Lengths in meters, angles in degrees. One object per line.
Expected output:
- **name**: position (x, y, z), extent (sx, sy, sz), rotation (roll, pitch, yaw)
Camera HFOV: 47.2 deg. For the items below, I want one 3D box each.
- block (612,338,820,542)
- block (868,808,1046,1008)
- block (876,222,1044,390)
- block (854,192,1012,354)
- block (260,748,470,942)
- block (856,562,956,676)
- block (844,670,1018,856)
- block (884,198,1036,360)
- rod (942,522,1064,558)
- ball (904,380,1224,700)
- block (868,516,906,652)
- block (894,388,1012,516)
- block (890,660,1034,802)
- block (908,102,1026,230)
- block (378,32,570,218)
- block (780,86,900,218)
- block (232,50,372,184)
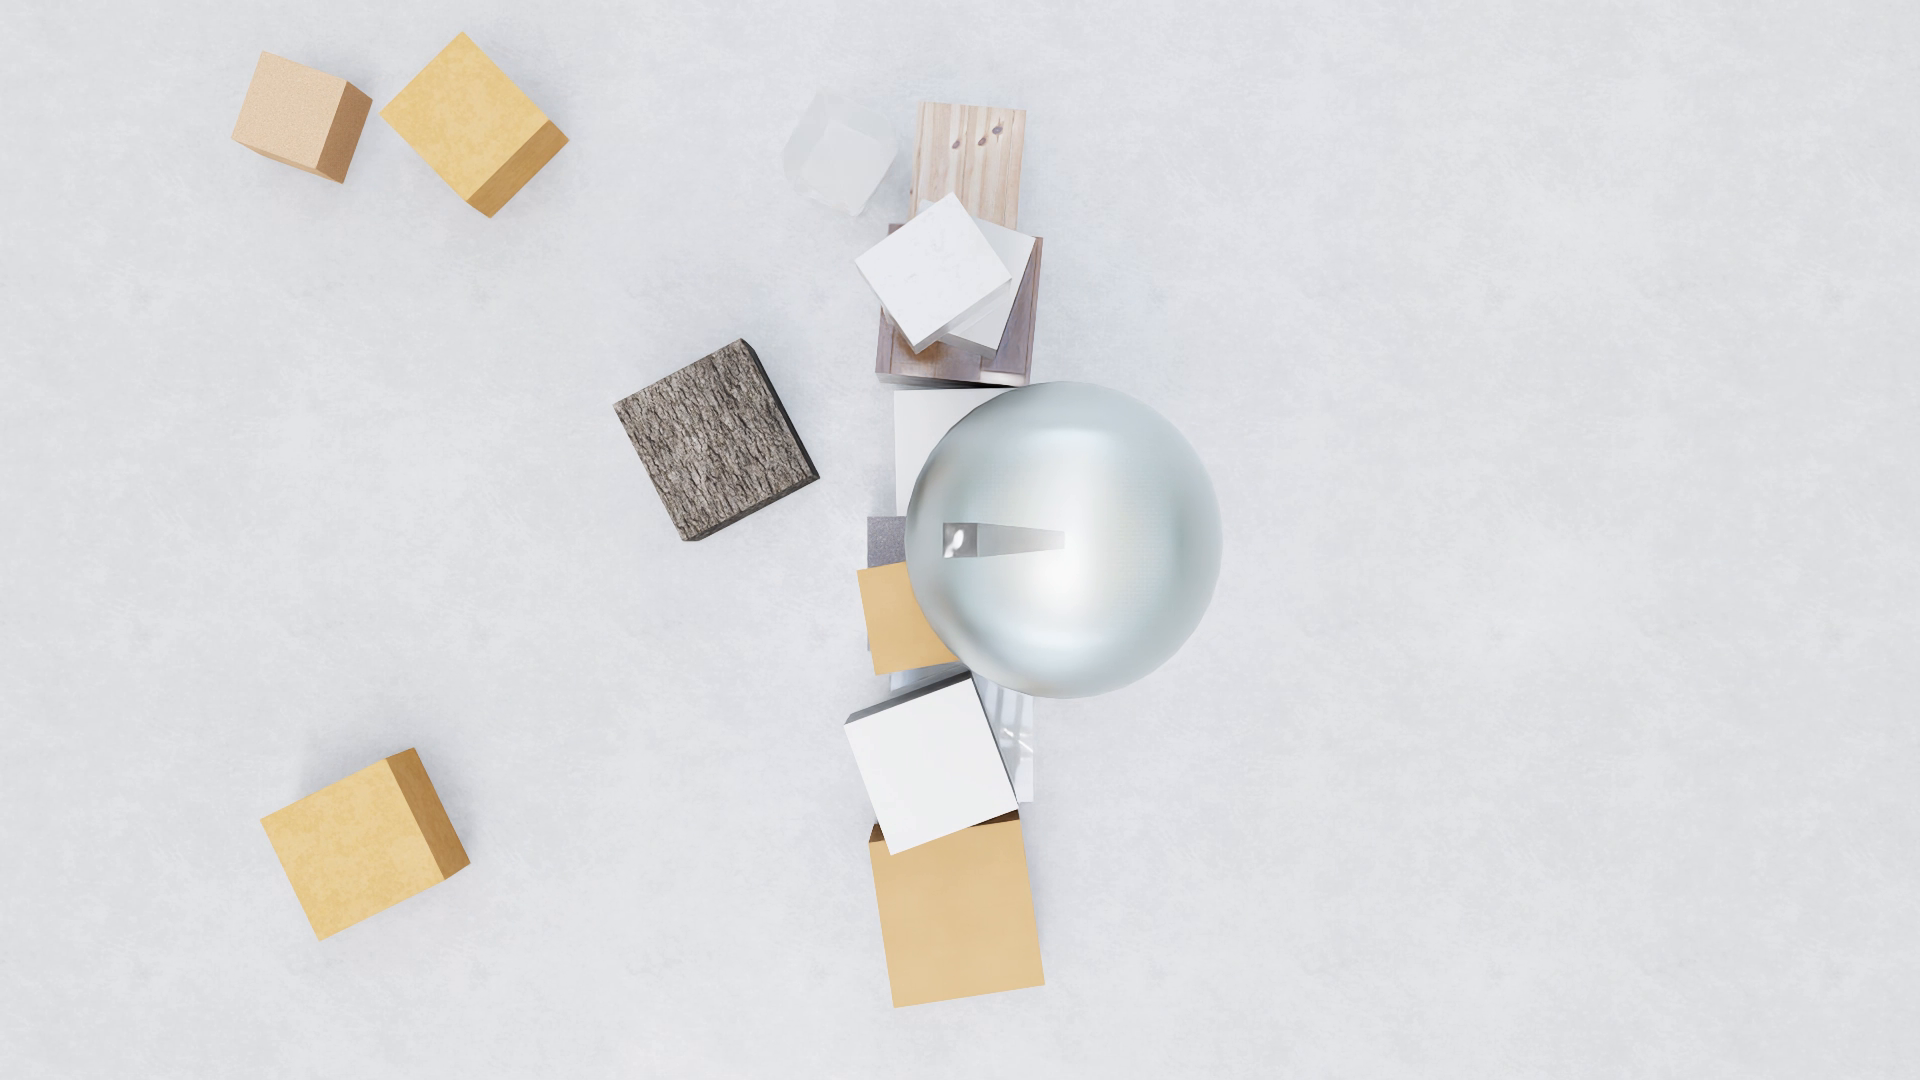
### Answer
- **block**: position (-1.381, -0.560, 12.627), extent (0.815, 0.746, 0.859), rotation (-27, 90, 0)
- **block**: position (-0.018, 2.074, 12.597), extent (0.851, 0.805, 0.928), rotation (-9, 90, 0)
- **block**: position (-0.005, -1.305, 12.605), extent (0.862, 0.789, 0.835), rotation (5, 90, 0)
- **block**: position (-0.134, -1.355, 11.249), extent (0.600, 0.534, 0.522), rotation (-35, 90, 0)
- **block**: position (-3.412, 1.740, 12.673), extent (0.787, 0.653, 0.764), rotation (-26, 90, 0)
- **block**: position (-0.218, 0.390, 11.910), extent (0.567, 0.517, 0.567), rotation (-10, 90, 0)
- **block**: position (-0.151, 1.186, 11.887), extent (0.712, 0.780, 0.723), rotation (-20, 90, 0)
- **block**: position (-0.004, -1.393, 11.863), extent (0.632, 0.695, 0.619), rotation (19, 90, 0)
- **rod**: position (0.224, 0.000, 7.648), extent (0.080, 5.200, 0.080), rotation (0, 90, 5)
- **ball**: position (0.517, 0.000, 11.036), extent (1.600, 1.600, 1.600), rotation (0, 90, 0)
- **block**: position (-0.103, 0.242, 12.585), extent (0.822, 0.831, 0.746), rotation (0, 90, 0)
- **block**: position (-0.021, -0.494, 12.673), extent (0.683, 0.653, 0.704), rotation (-1, 90, 0)
- **block**: position (0.007, 1.048, 12.638), extent (0.800, 0.723, 0.829), rotation (0, 90, 0)
- **block**: position (0.038, -2.098, 12.699), extent (0.615, 0.602, 0.706), rotation (5, 90, 0)
- **block**: position (-2.785, -2.379, 12.672), extent (0.662, 0.656, 0.697), rotation (-45, 90, 0)
- **block**: position (-0.678, -2.170, 12.315), extent (0.437, 0.384, 0.475), rotation (19, 121, -28)
- **block**: position (-3.799, -2.437, 12.724), extent (0.511, 0.552, 0.532), rotation (20, 90, 0)
